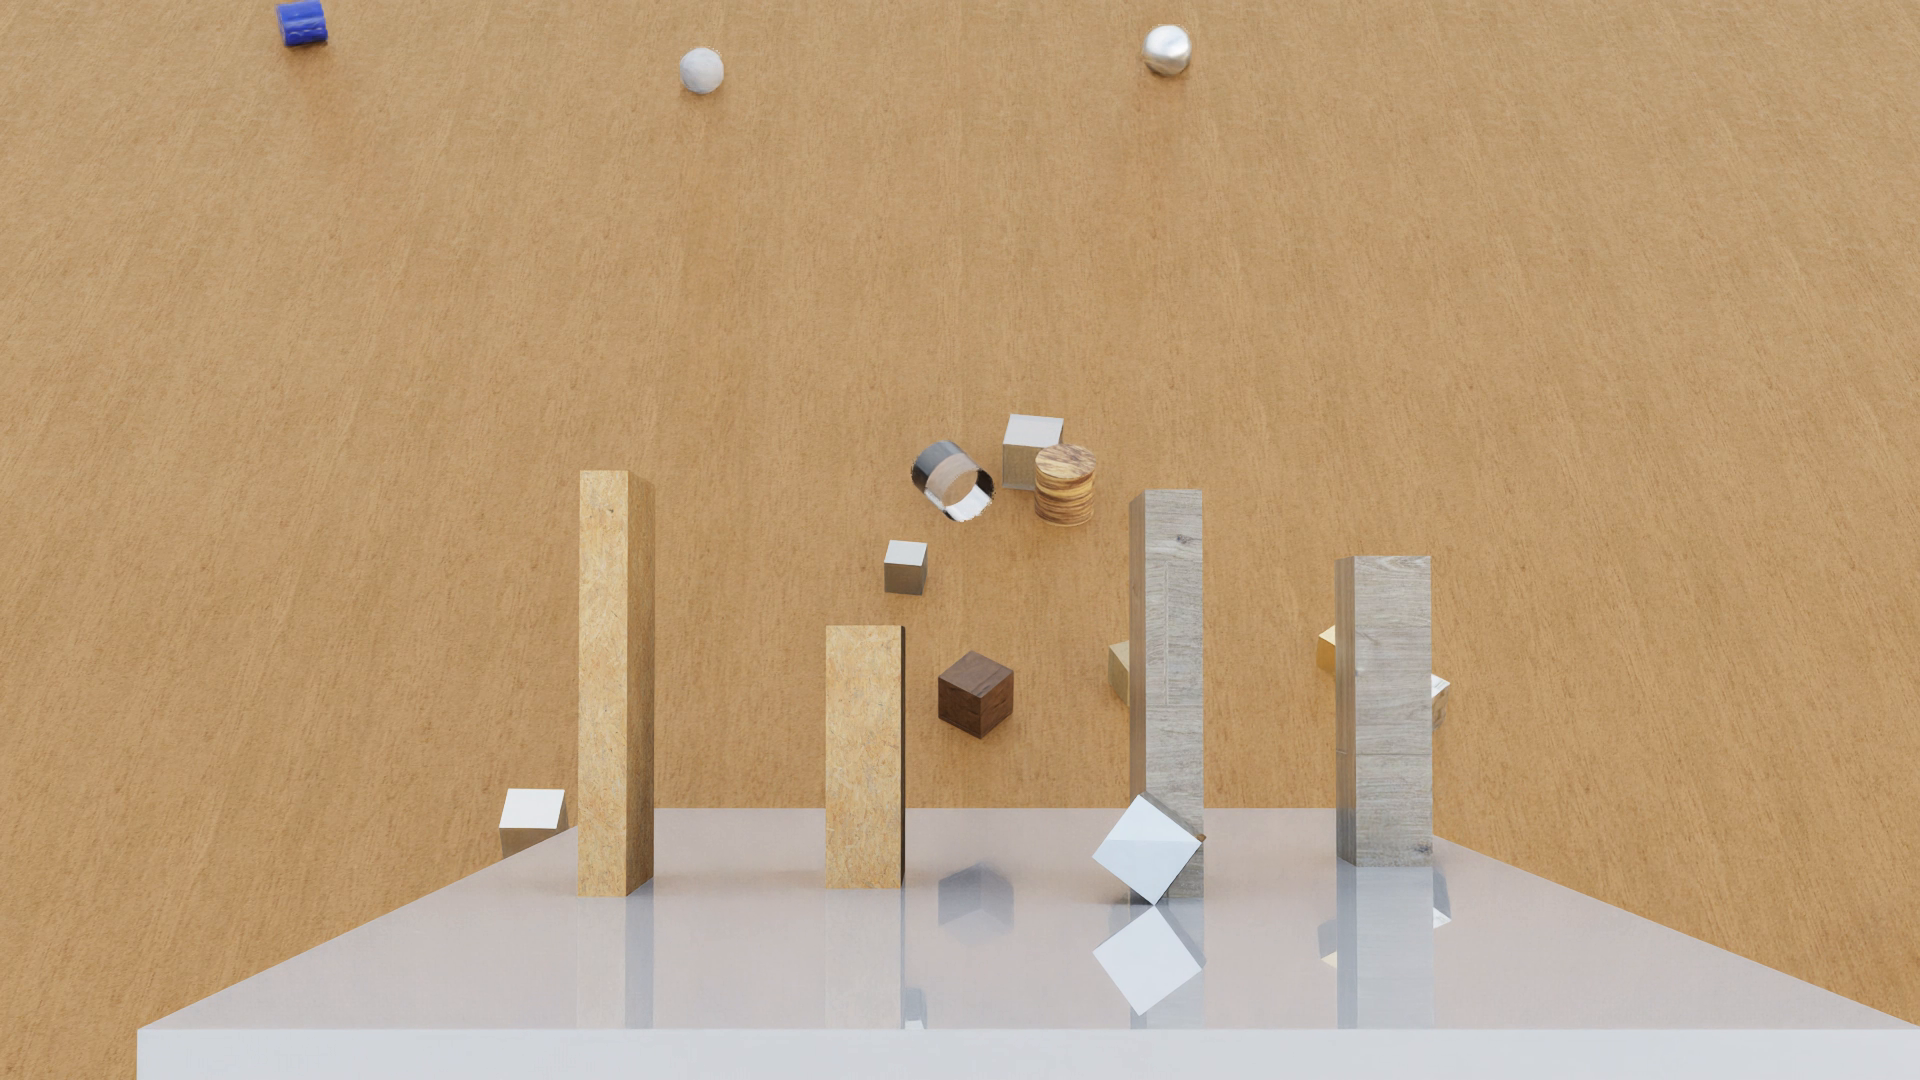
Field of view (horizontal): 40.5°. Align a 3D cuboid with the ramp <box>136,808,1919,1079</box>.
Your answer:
[{"bbox_3d":[0.080,0.680,4.903,2.000,0.100,4.000,0,-2,0],"label":"ramp"}]

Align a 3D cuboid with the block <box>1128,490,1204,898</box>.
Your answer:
[{"bbox_3d":[0.367,0.271,4.667,0.098,0.698,0.431,0,-2,0],"label":"block"}]

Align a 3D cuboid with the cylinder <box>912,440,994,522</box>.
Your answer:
[{"bbox_3d":[-0.023,-0.184,8.091,0.185,0.185,0.185,-20,41,-25],"label":"cylinder"}]

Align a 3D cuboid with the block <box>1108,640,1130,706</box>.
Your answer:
[{"bbox_3d":[0.506,0.371,7.388,0.128,0.128,0.128,-14,39,-18],"label":"block"}]

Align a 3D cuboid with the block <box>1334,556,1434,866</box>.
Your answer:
[{"bbox_3d":[0.847,0.339,5.212,0.149,0.606,0.270,0,-2,0],"label":"block"}]

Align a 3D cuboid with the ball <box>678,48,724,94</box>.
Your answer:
[{"bbox_3d":[-1.030,-1.871,10.372,0.180,0.180,0.180,0,37,0],"label":"ball"}]

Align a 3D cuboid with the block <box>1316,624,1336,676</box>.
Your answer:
[{"bbox_3d":[1.104,0.319,7.475,0.109,0.109,0.109,-29,46,-34],"label":"block"}]

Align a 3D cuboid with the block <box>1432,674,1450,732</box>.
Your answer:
[{"bbox_3d":[1.261,0.457,7.261,0.142,0.142,0.142,29,45,33],"label":"block"}]

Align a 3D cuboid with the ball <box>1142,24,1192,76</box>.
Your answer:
[{"bbox_3d":[0.836,-1.975,10.495,0.203,0.203,0.203,0,37,0],"label":"ball"}]

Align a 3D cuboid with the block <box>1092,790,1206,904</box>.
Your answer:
[{"bbox_3d":[0.320,0.517,4.375,0.130,0.130,0.130,37,4,9],"label":"block"}]

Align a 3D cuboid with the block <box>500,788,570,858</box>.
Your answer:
[{"bbox_3d":[-1.119,0.762,6.844,0.148,0.148,0.148,1,37,1],"label":"block"}]

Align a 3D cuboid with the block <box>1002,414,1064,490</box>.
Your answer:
[{"bbox_3d":[0.231,-0.275,8.226,0.169,0.169,0.169,6,37,7],"label":"block"}]

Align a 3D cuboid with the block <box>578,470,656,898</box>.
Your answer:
[{"bbox_3d":[-0.613,0.254,4.670,0.083,0.731,0.407,0,-2,0],"label":"block"}]

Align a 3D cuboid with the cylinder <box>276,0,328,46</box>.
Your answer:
[{"bbox_3d":[-2.717,-2.135,10.735,0.170,0.170,0.170,-13,39,-18],"label":"cylinder"}]

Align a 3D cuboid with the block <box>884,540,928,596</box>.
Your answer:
[{"bbox_3d":[-0.162,0.083,7.790,0.112,0.112,0.112,5,37,7],"label":"block"}]

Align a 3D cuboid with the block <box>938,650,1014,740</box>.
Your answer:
[{"bbox_3d":[0.045,0.433,7.286,0.151,0.151,0.151,25,43,30],"label":"block"}]

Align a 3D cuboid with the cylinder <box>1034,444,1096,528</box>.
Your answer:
[{"bbox_3d":[0.326,-0.169,8.069,0.186,0.186,0.186,0,37,0],"label":"cylinder"}]

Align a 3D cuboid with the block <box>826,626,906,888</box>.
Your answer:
[{"bbox_3d":[-0.172,0.393,4.804,0.133,0.466,0.387,0,-2,0],"label":"block"}]
